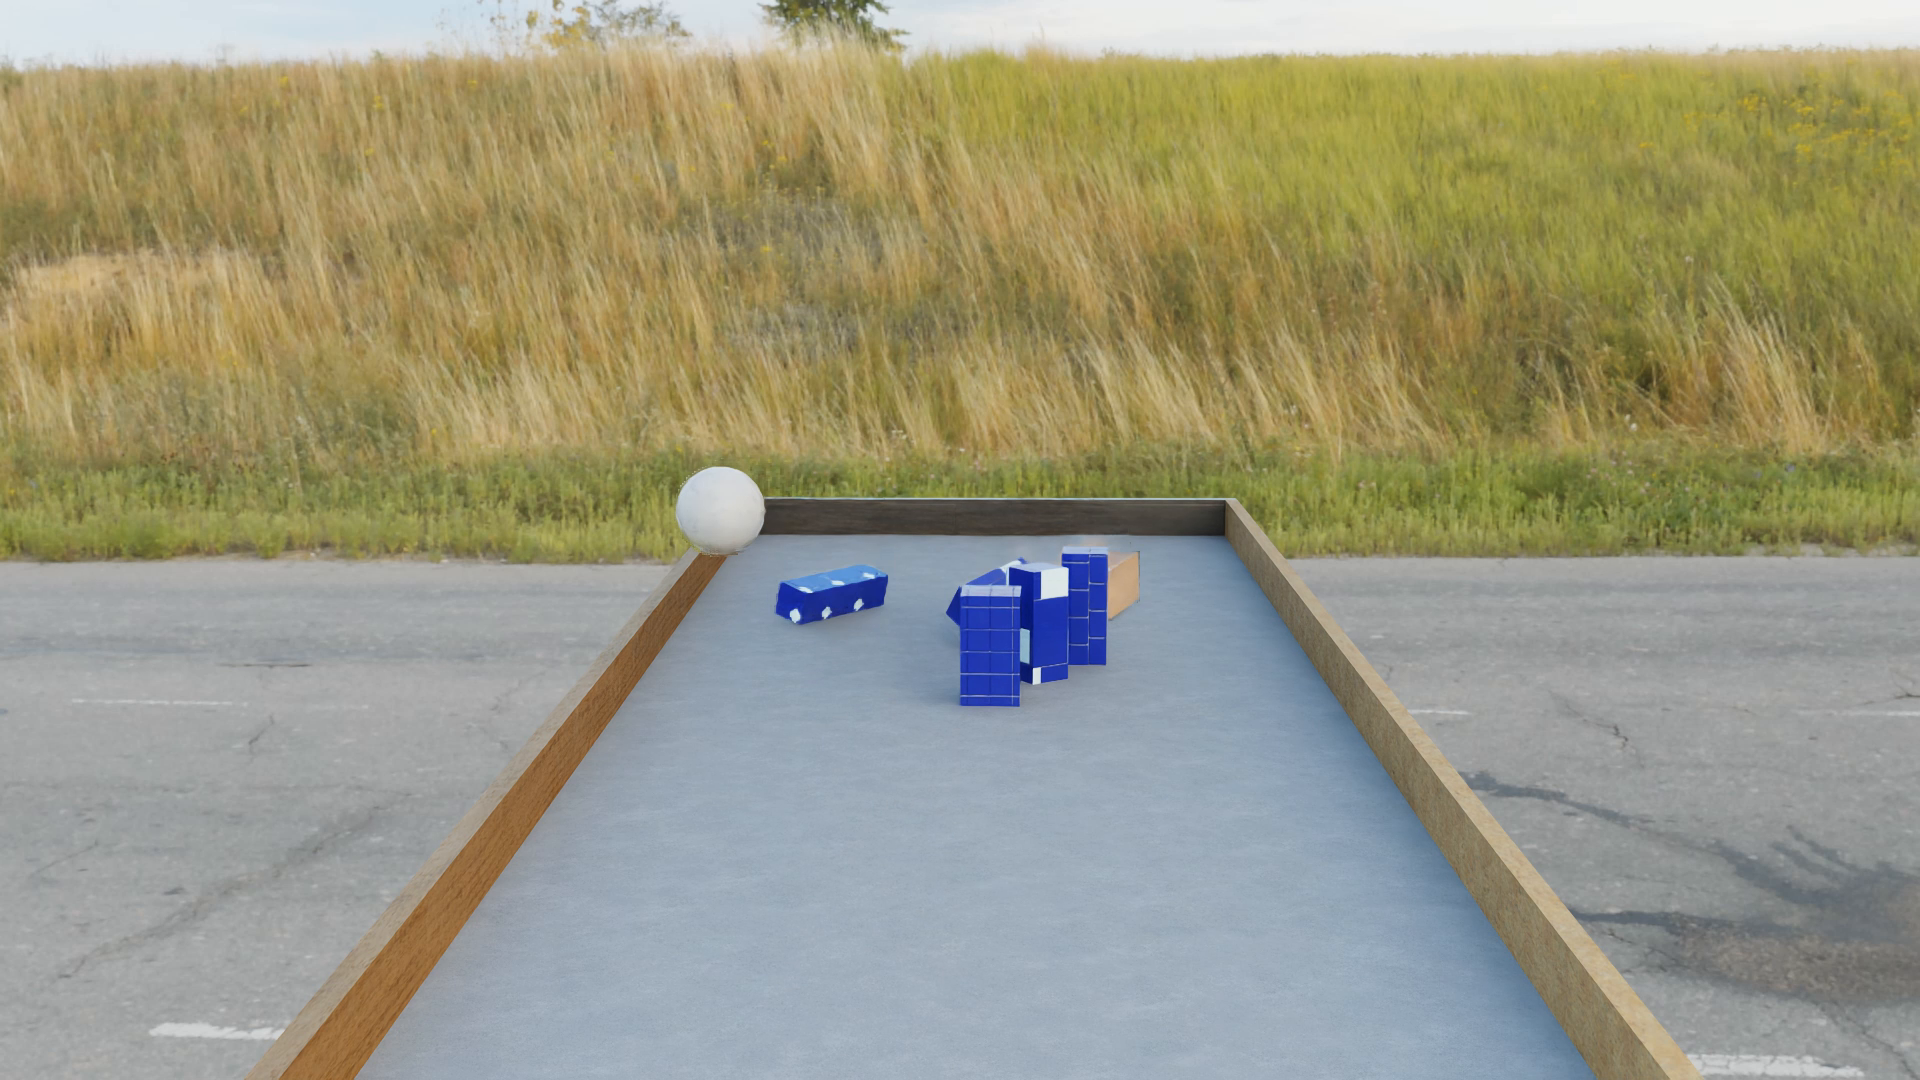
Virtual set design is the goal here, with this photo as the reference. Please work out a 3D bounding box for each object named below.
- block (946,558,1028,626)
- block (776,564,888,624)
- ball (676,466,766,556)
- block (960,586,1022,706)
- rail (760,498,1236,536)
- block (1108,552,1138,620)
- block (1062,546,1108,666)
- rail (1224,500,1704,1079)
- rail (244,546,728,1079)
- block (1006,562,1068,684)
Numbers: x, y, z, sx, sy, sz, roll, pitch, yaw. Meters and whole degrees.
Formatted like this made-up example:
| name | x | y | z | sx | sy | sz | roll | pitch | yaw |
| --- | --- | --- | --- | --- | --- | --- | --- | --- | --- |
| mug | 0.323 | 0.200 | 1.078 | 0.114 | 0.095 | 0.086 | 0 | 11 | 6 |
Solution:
| name | x | y | z | sx | sy | sz | roll | pitch | yaw |
| --- | --- | --- | --- | --- | --- | --- | --- | --- | --- |
| block | 0.120 | 0.184 | 7.170 | 0.118 | 0.118 | 0.345 | 40 | 36 | 20 |
| block | -0.428 | 0.181 | 7.419 | 0.111 | 0.111 | 0.438 | 24 | 21 | 32 |
| ball | -0.772 | -0.094 | 7.098 | 0.286 | 0.286 | 0.286 | 0 | 9 | 0 |
| block | 0.087 | 0.295 | 6.157 | 0.165 | 0.310 | 0.165 | 0 | 9 | 3 |
| rail | 0.099 | -0.098 | 9.147 | 2.100 | 0.150 | 0.050 | 0 | 9 | 1 |
| block | 0.445 | 0.164 | 7.350 | 0.163 | 0.163 | 0.416 | 4 | 14 | 25 |
| block | 0.378 | 0.199 | 6.667 | 0.136 | 0.340 | 0.136 | 1 | 9 | 4 |
| rail | 1.046 | 0.843 | 3.208 | 0.050 | 0.150 | 12.000 | 0 | 9 | 1 |
| rail | -1.004 | 0.839 | 3.234 | 0.050 | 0.150 | 12.000 | 0 | 9 | 1 |
| block | 0.226 | 0.242 | 6.433 | 0.129 | 0.329 | 0.129 | -6 | 11 | -35 |
